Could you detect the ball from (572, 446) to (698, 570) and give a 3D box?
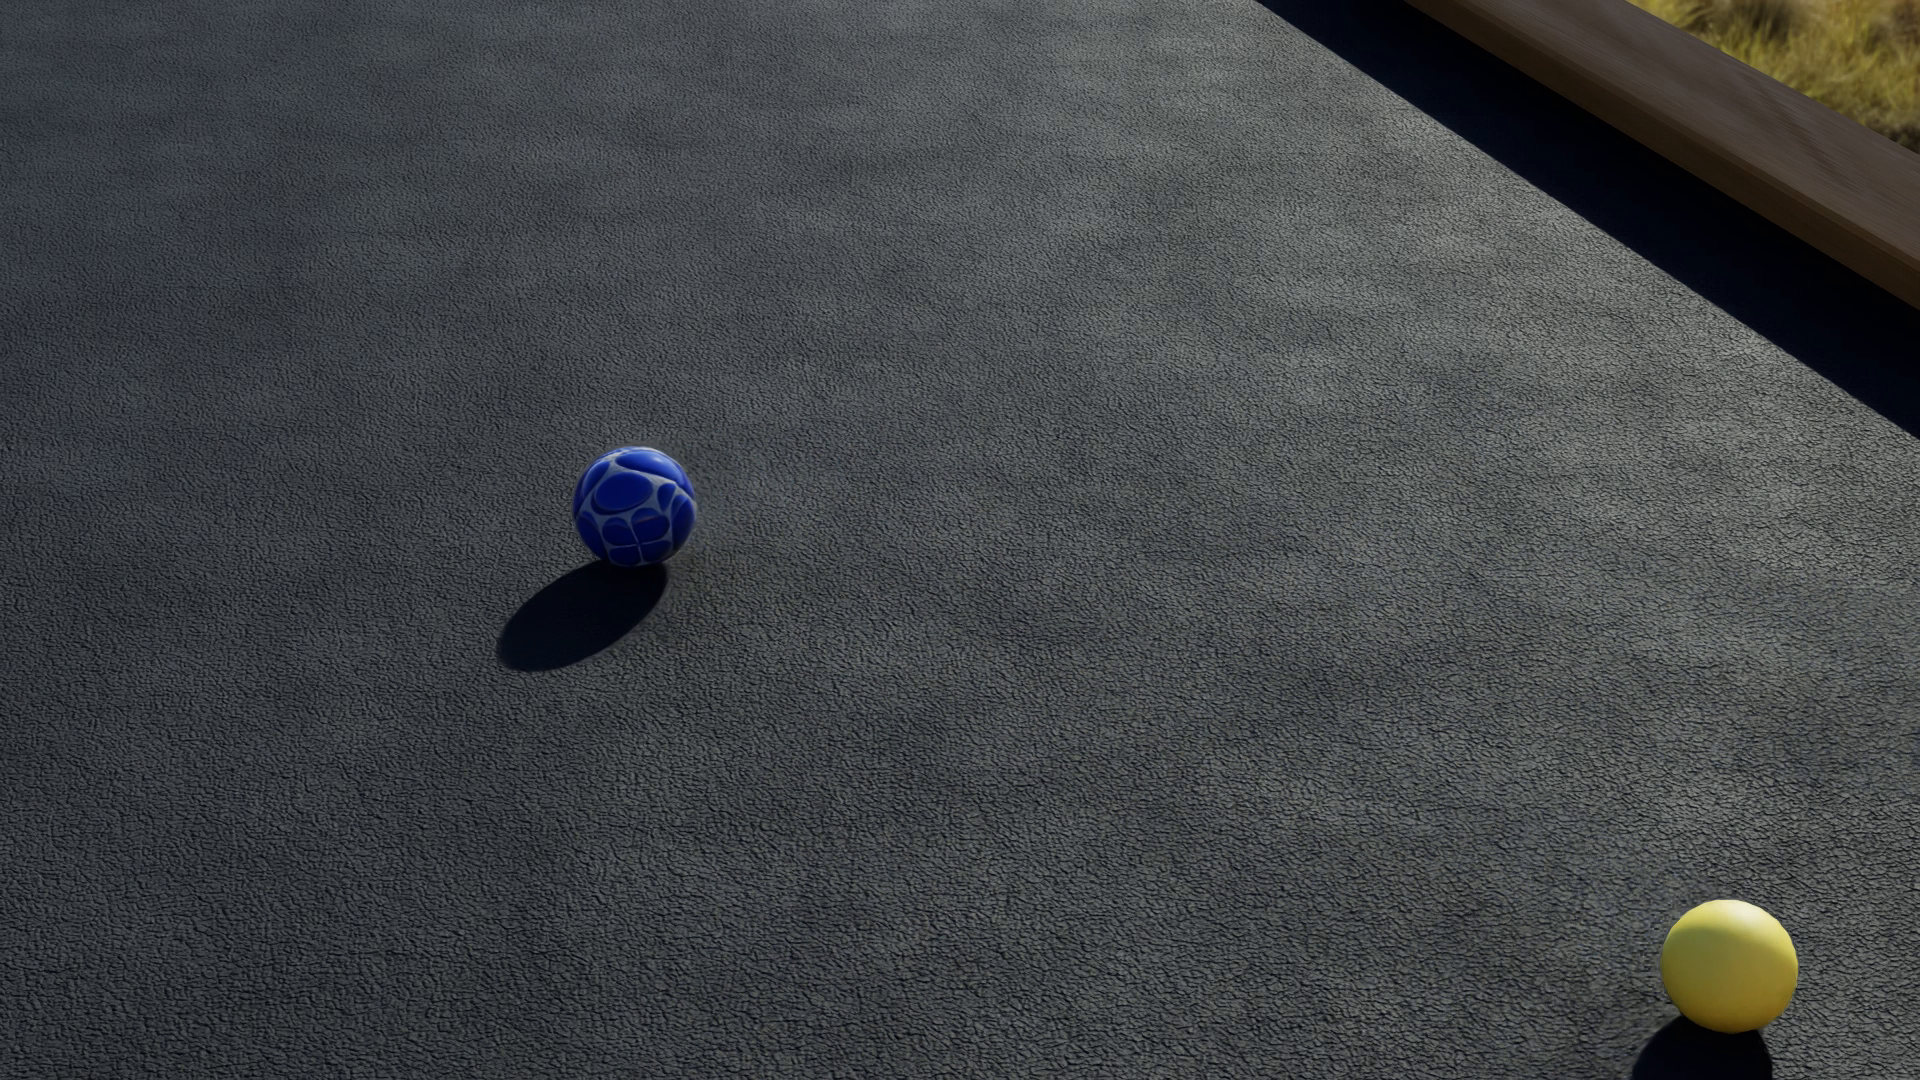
[{"bbox_3d":[-0.216,-0.022,1.953,0.082,0.082,0.082,0,27,0],"label":"ball"}]

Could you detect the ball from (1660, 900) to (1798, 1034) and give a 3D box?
[{"bbox_3d":[0.392,0.217,1.498,0.068,0.068,0.068,0,27,0],"label":"ball"}]

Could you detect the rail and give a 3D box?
[{"bbox_3d":[0.541,-0.511,2.875,0.045,0.119,3.369,-9,28,-17],"label":"rail"}]
